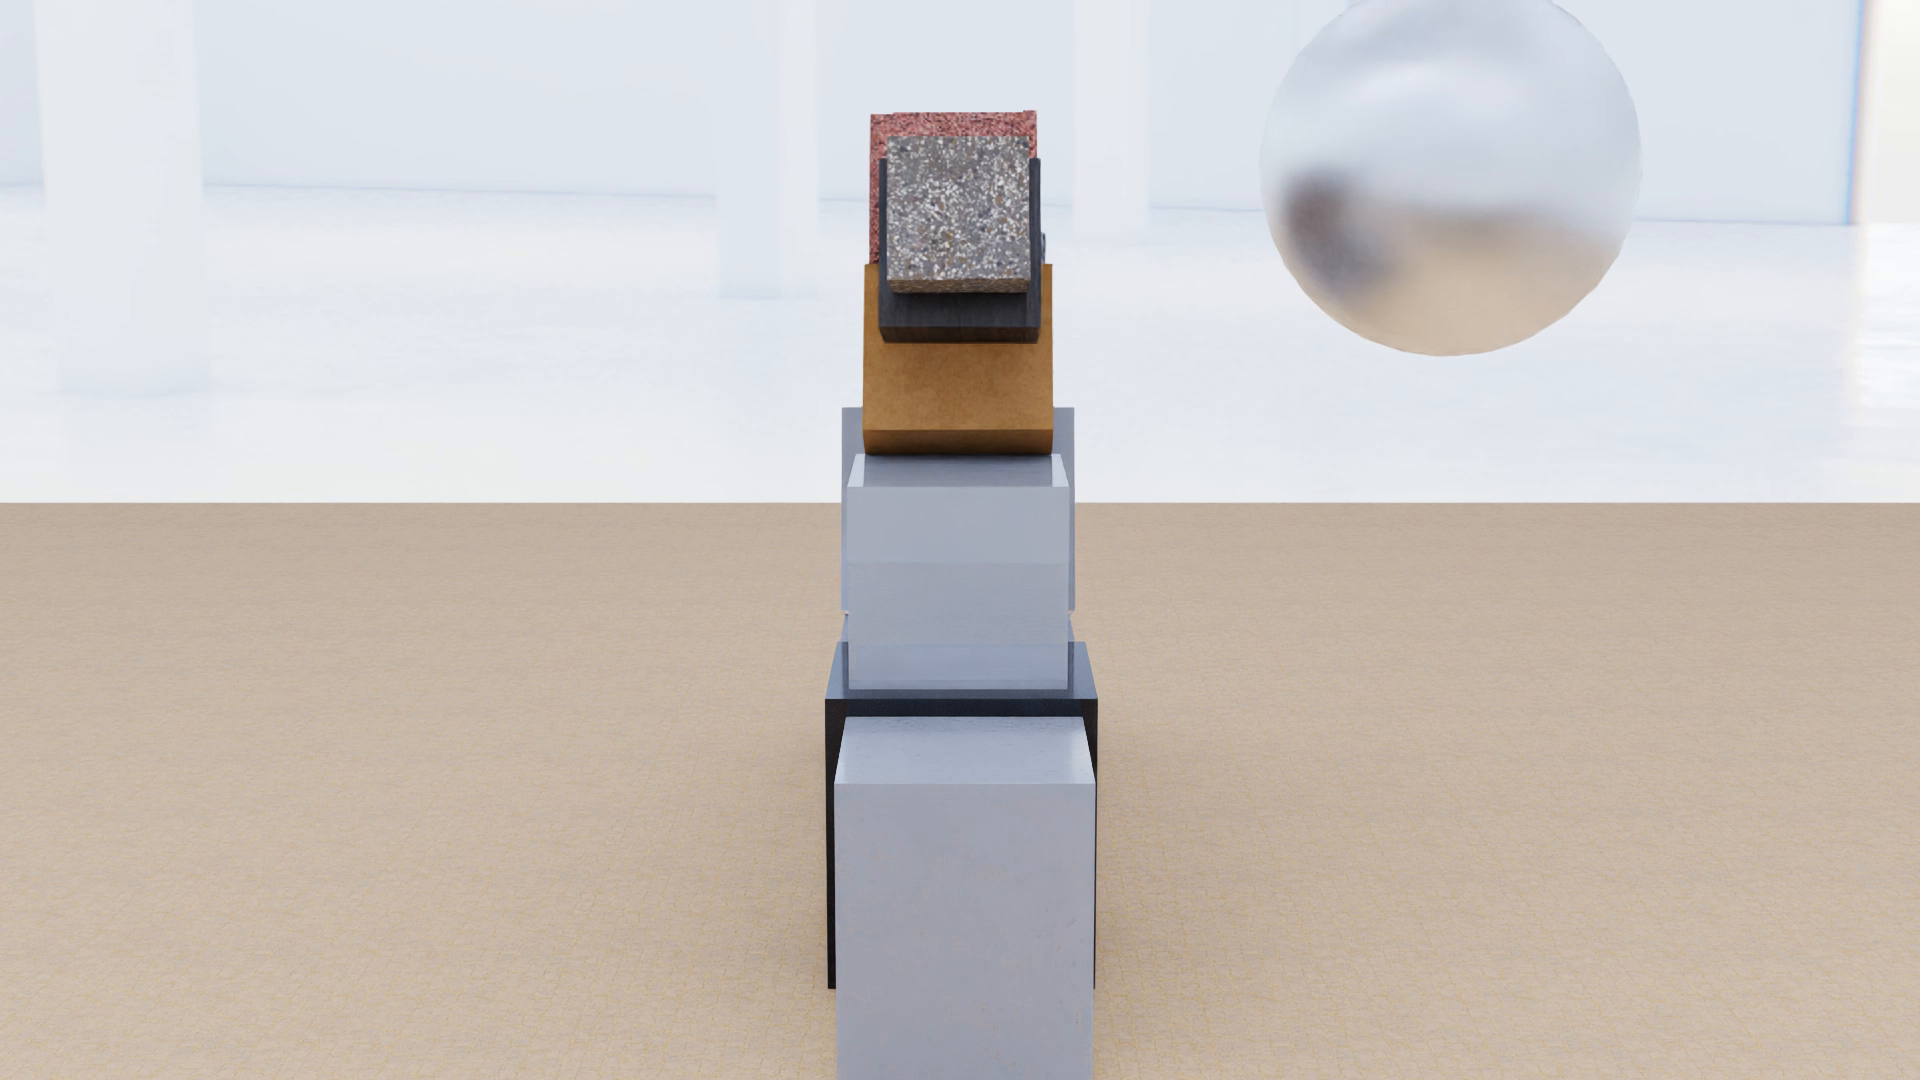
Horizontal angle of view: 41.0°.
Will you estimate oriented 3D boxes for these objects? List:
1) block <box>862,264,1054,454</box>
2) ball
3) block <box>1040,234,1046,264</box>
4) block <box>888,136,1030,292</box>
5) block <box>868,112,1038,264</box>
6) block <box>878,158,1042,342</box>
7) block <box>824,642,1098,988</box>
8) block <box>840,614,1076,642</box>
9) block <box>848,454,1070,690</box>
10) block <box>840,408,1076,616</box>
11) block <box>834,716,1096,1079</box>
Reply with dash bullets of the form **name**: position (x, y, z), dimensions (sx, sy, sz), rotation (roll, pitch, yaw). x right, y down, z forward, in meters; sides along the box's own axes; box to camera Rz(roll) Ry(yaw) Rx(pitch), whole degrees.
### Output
- **block**: position (-0.005, -0.675, 10.821), dimensions (0.773, 0.725, 0.788), rotation (0, -17, 0)
- **ball**: position (2.074, -1.579, 10.893), dimensions (1.600, 1.600, 1.600), rotation (0, 10, 0)
- **block**: position (0.003, -0.979, 11.768), dimensions (0.760, 0.746, 0.763), rotation (0, -2, 0)
- **block**: position (-0.002, -1.212, 9.614), dimensions (0.520, 0.520, 0.491), rotation (0, 0, 1)
- **block**: position (-0.017, -1.360, 10.964), dimensions (0.697, 0.667, 0.727), rotation (-1, -18, 1)
- **block**: position (0.002, -1.138, 10.160), dimensions (0.623, 0.652, 0.591), rotation (0, -1, 1)
- **block**: position (0.005, 1.085, 10.360), dimensions (1.040, 1.159, 1.004), rotation (0, 10, 0)
- **block**: position (-0.011, 0.949, 11.342), dimensions (1.022, 1.074, 0.955), rotation (0, 10, 0)
- **block**: position (-0.007, 0.110, 10.268), dimensions (0.845, 0.793, 0.862), rotation (0, 10, 0)
- **block**: position (-0.008, -0.100, 12.157), dimensions (1.061, 0.929, 1.008), rotation (0, -5, 0)
- **block**: position (0.017, 1.293, 9.403), dimensions (0.901, 1.091, 0.935), rotation (0, 10, 0)
